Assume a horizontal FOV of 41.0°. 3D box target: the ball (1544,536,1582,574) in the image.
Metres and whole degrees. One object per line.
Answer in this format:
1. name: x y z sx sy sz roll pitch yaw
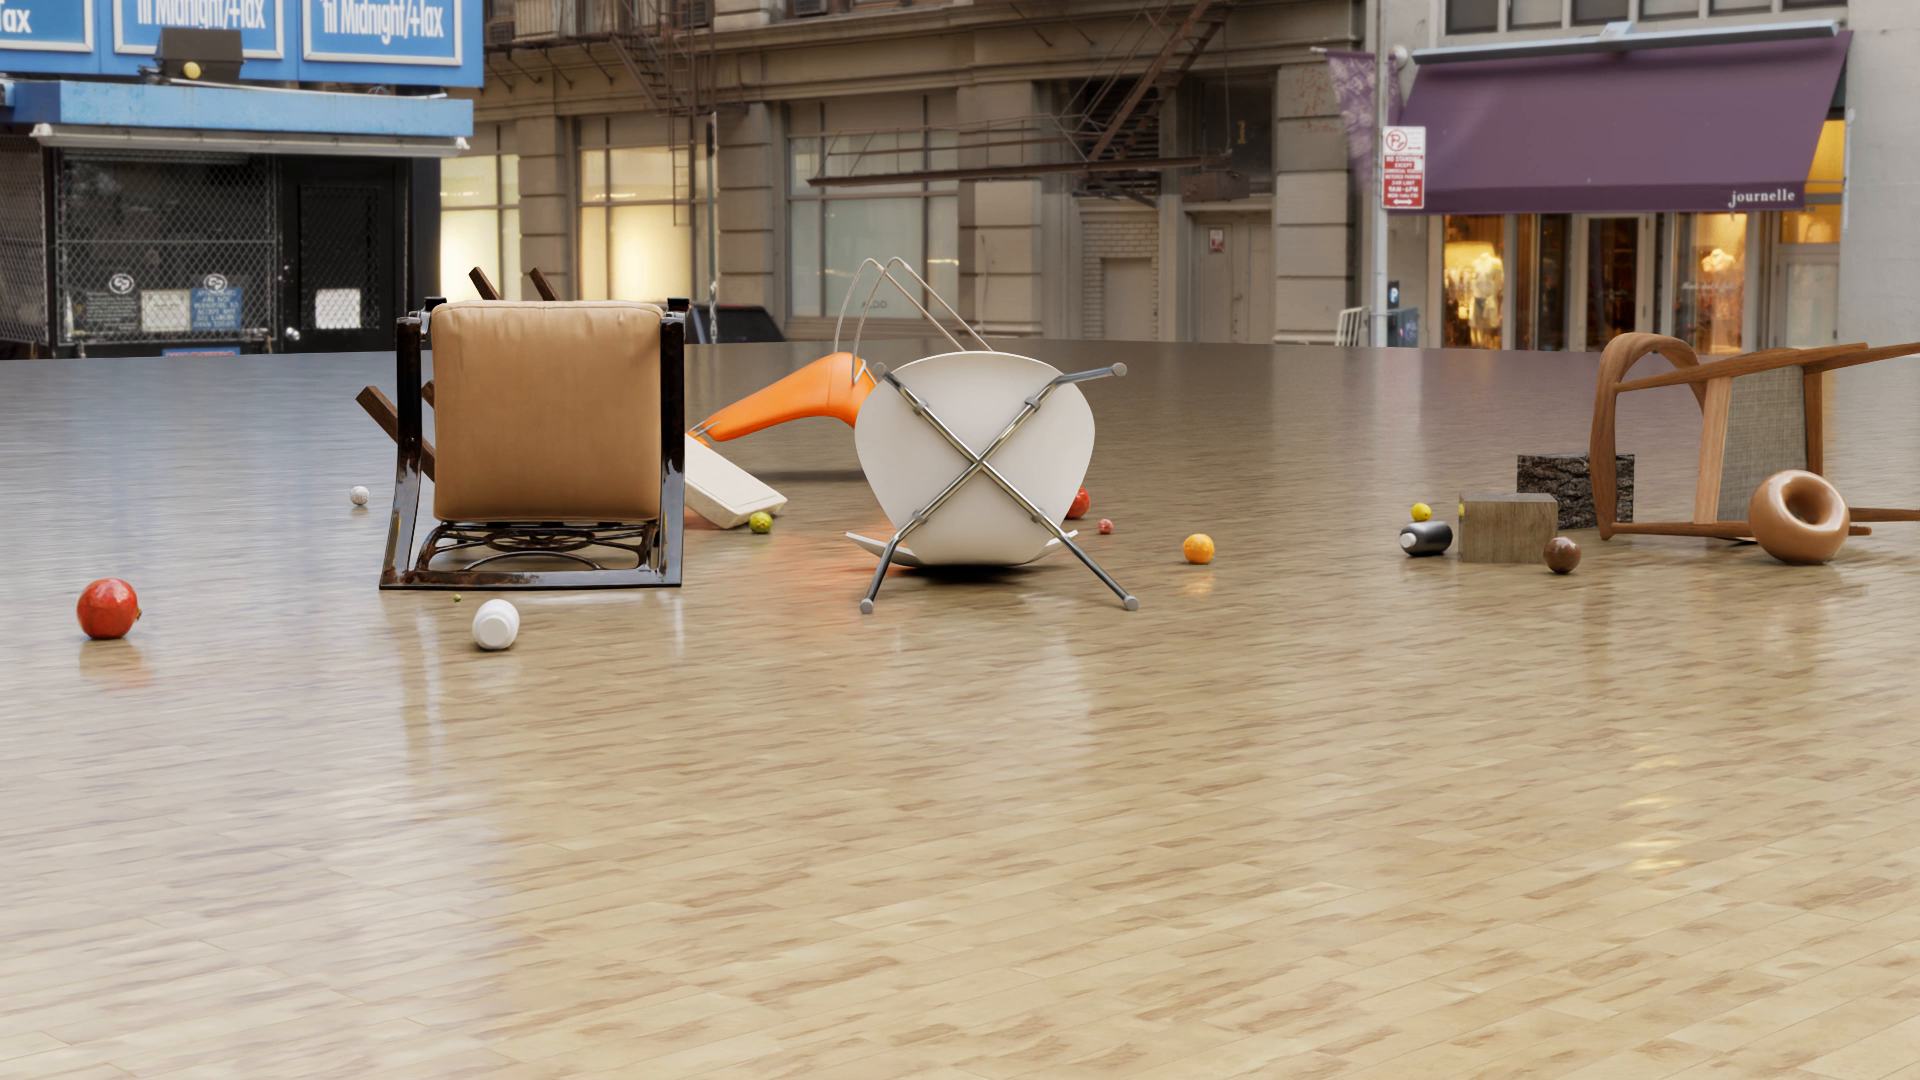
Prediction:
1. ball: 1.336 0.032 5.693 0.083 0.083 0.083 0 6 0

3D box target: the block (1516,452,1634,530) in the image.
1. block: 1.628 -0.133 6.787 0.283 0.187 0.145 -4 7 -32

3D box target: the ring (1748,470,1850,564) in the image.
1. ring: 1.938 -0.052 5.927 0.231 0.118 0.242 19 52 3

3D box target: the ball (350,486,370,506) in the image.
1. ball: -1.726 -0.128 7.379 0.057 0.057 0.057 0 6 0

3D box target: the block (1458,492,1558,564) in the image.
1. block: 1.281 -0.030 6.009 0.210 0.142 0.244 1 6 8
